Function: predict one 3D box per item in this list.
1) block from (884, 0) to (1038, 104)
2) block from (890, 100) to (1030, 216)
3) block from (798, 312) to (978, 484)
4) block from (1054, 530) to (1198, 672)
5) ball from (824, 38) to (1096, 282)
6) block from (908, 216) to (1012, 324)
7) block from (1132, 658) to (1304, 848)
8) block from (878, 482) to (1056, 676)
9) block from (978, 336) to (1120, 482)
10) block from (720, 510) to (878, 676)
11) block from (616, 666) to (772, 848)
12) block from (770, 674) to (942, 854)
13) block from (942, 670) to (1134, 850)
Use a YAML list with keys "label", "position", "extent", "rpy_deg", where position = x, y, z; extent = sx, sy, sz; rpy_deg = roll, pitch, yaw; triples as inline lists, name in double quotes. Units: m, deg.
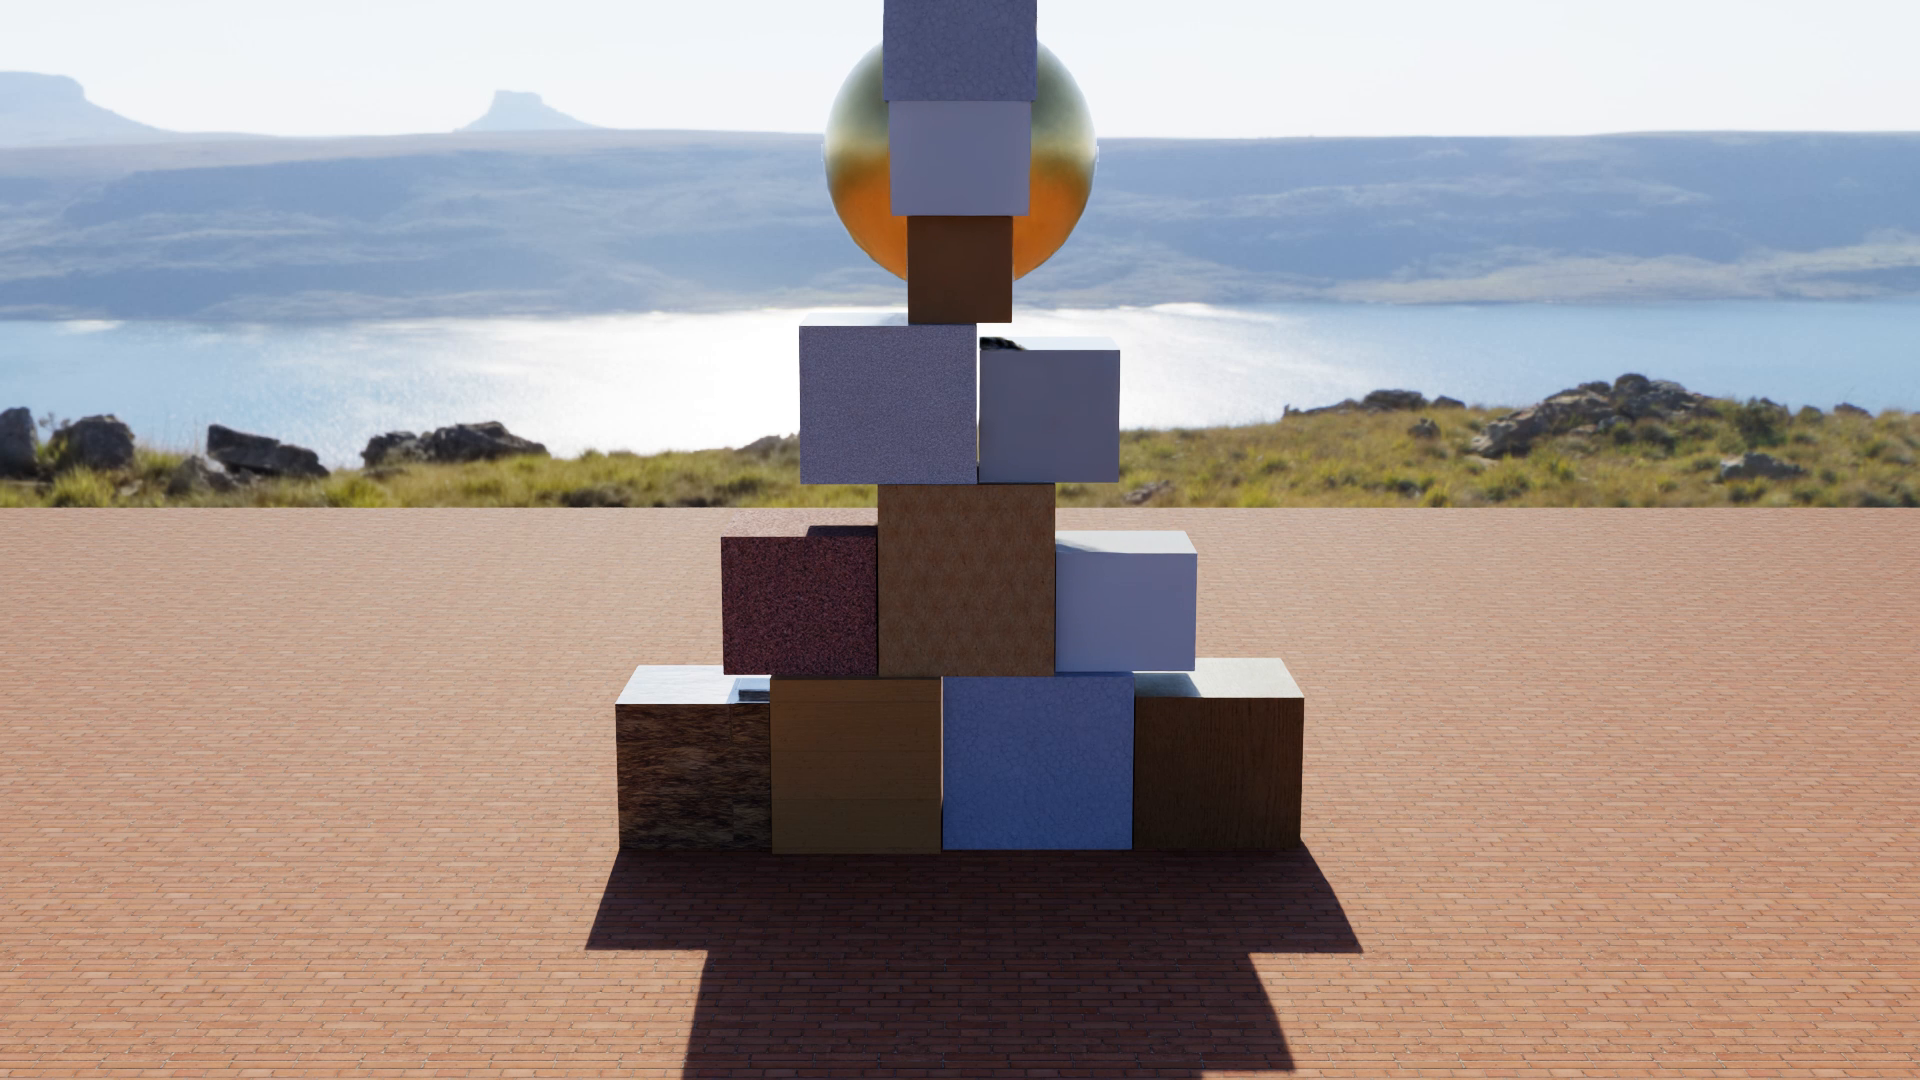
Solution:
- label: "block"
  position: [0.000, -2.552, 10.733]
  extent: [0.727, 0.812, 0.696]
  rpy_deg: [0, 10, 0]
- label: "block"
  position: [0.000, -1.883, 10.833]
  extent: [0.670, 0.540, 0.649]
  rpy_deg: [0, 10, 0]
- label: "block"
  position: [-0.348, -0.725, 11.058]
  extent: [0.861, 0.774, 0.825]
  rpy_deg: [0, 10, 0]
- label: "block"
  position: [0.825, 0.304, 11.233]
  extent: [0.698, 0.601, 0.631]
  rpy_deg: [0, 10, 0]
- label: "ball"
  position: [0.000, -2.253, 12.879]
  extent: [1.600, 1.600, 1.600]
  rpy_deg: [0, 10, 0]
- label: "block"
  position: [0.000, -1.359, 10.922]
  extent: [0.508, 0.522, 0.520]
  rpy_deg: [0, 10, 0]
- label: "block"
  position: [1.291, 1.089, 11.398]
  extent: [0.838, 0.780, 0.841]
  rpy_deg: [0, 10, 0]
- label: "block"
  position: [0.032, 0.127, 11.211]
  extent: [0.867, 0.958, 0.862]
  rpy_deg: [0, 10, 0]
- label: "block"
  position: [0.436, -0.667, 11.076]
  extent: [0.685, 0.653, 0.731]
  rpy_deg: [0, 10, 0]
- label: "block"
  position: [-0.793, 0.259, 11.216]
  extent: [0.762, 0.697, 0.762]
  rpy_deg: [0, 10, 0]
- label: "block"
  position: [-1.328, 1.109, 11.365]
  extent: [0.764, 0.752, 0.804]
  rpy_deg: [0, 10, 0]
- label: "block"
  position: [-0.516, 1.040, 11.357]
  extent: [0.840, 0.891, 0.960]
  rpy_deg: [0, 10, 0]
- label: "block"
  position: [0.388, 1.036, 11.376]
  extent: [0.949, 0.891, 0.870]
  rpy_deg: [0, 10, 0]
